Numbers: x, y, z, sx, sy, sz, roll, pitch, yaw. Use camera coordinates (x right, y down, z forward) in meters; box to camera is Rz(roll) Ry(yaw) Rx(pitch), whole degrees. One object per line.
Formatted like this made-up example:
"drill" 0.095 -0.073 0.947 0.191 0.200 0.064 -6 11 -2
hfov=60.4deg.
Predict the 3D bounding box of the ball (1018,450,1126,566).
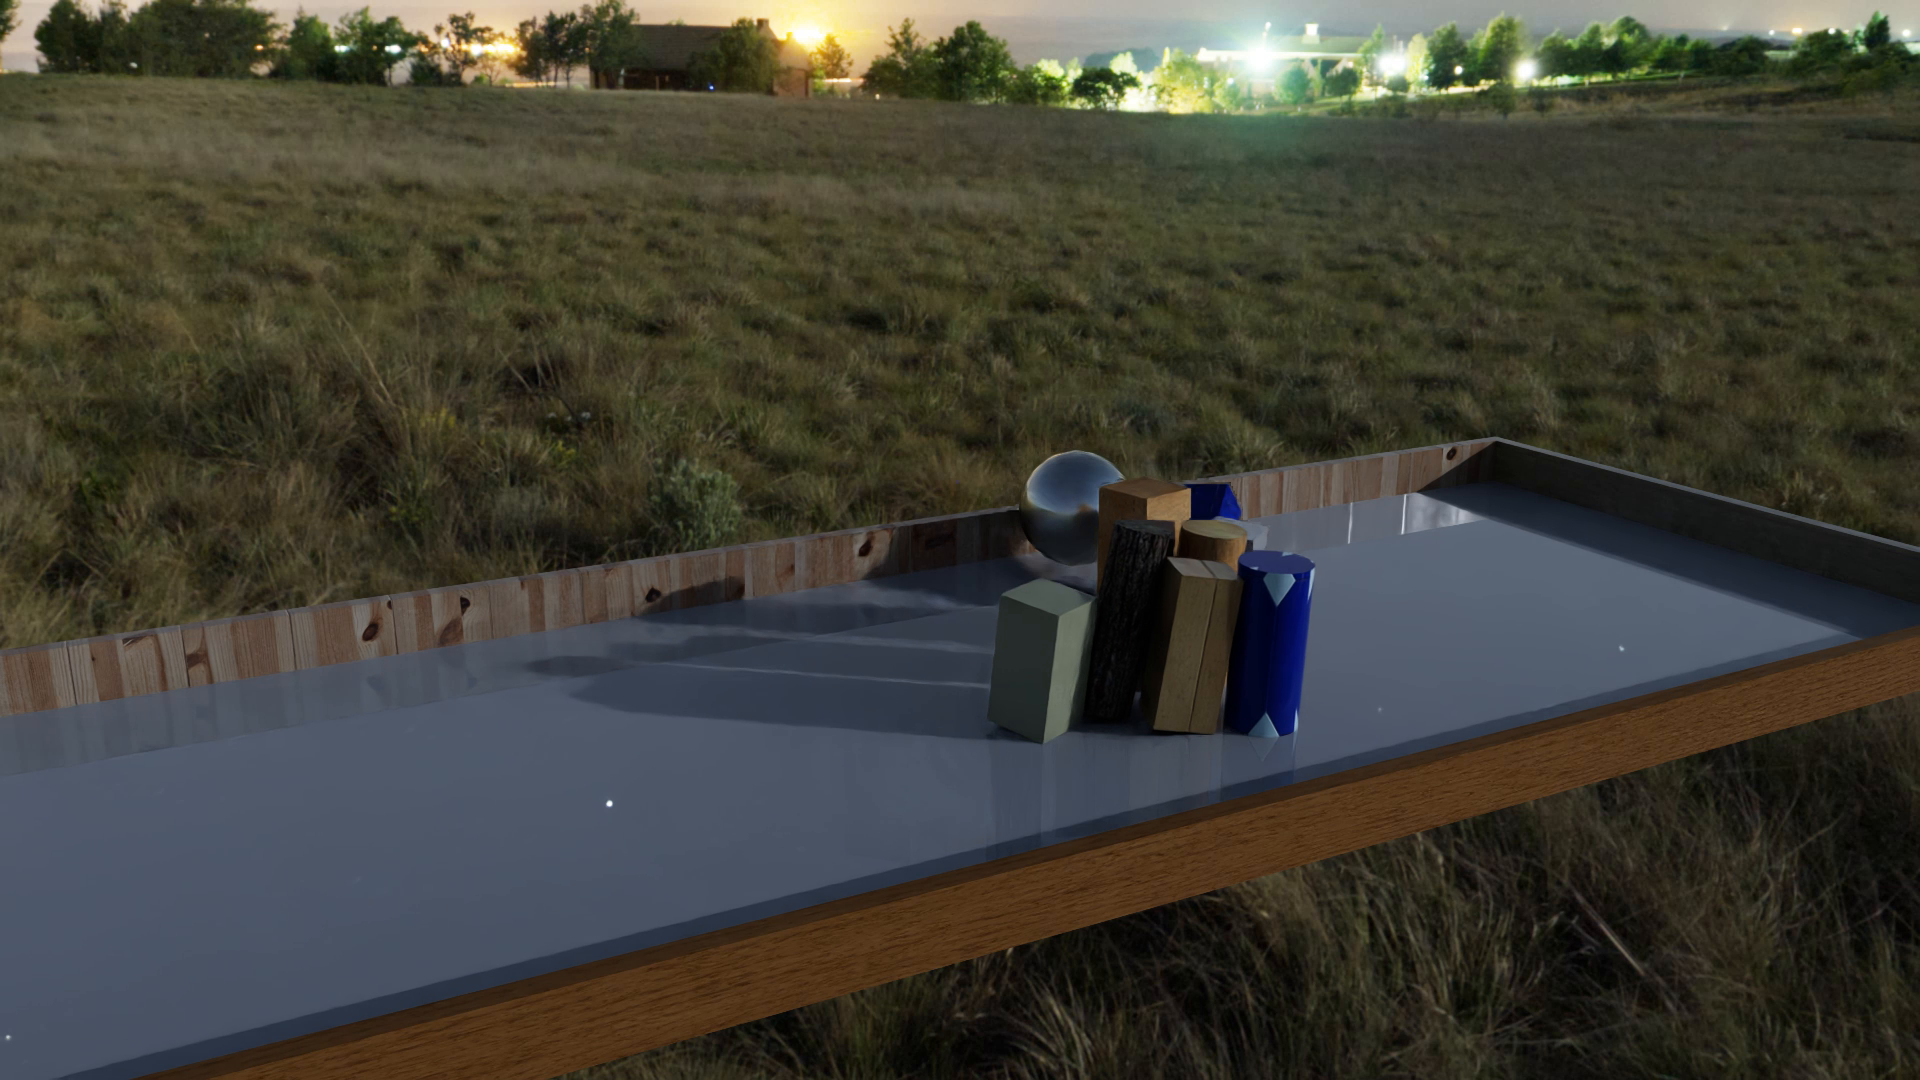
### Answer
"ball" 0.351 -0.096 4.974 0.348 0.348 0.348 0 16 0

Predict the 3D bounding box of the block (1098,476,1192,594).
"block" 0.485 0.066 4.378 0.169 0.424 0.169 -14 21 -39

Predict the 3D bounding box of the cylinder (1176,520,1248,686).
"cylinder" 0.607 0.159 4.096 0.164 0.391 0.164 5 16 -1

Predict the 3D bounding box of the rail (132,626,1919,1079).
"rail" -2.336 1.006 1.665 12.000 0.150 0.050 -9 18 -27

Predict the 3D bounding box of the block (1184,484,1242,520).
"block" 0.670 0.024 4.648 0.131 0.131 0.361 1 55 31

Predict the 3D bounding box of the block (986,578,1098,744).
"block" 0.190 0.277 3.818 0.162 0.319 0.162 20 25 33

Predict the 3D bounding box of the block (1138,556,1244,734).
"block" 0.534 0.244 3.829 0.147 0.374 0.147 6 15 -9

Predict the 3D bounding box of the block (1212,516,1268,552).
"block" 0.713 0.113 4.403 0.145 0.307 0.145 13 20 23

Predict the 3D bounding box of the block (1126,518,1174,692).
"block" 0.452 0.162 4.049 0.116 0.411 0.116 4 23 5

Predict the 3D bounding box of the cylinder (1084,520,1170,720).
"cylinder" 0.383 0.187 3.889 0.133 0.449 0.133 11 11 -2

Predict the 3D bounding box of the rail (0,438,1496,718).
"rail" -3.305 0.497 3.399 12.000 0.150 0.050 -9 18 -27

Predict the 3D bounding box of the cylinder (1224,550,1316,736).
"cylinder" 0.716 0.239 3.829 0.174 0.395 0.174 2 17 -1

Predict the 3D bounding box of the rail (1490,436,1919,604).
"rail" 2.466 -0.048 5.253 0.050 0.150 2.100 -9 18 -27
